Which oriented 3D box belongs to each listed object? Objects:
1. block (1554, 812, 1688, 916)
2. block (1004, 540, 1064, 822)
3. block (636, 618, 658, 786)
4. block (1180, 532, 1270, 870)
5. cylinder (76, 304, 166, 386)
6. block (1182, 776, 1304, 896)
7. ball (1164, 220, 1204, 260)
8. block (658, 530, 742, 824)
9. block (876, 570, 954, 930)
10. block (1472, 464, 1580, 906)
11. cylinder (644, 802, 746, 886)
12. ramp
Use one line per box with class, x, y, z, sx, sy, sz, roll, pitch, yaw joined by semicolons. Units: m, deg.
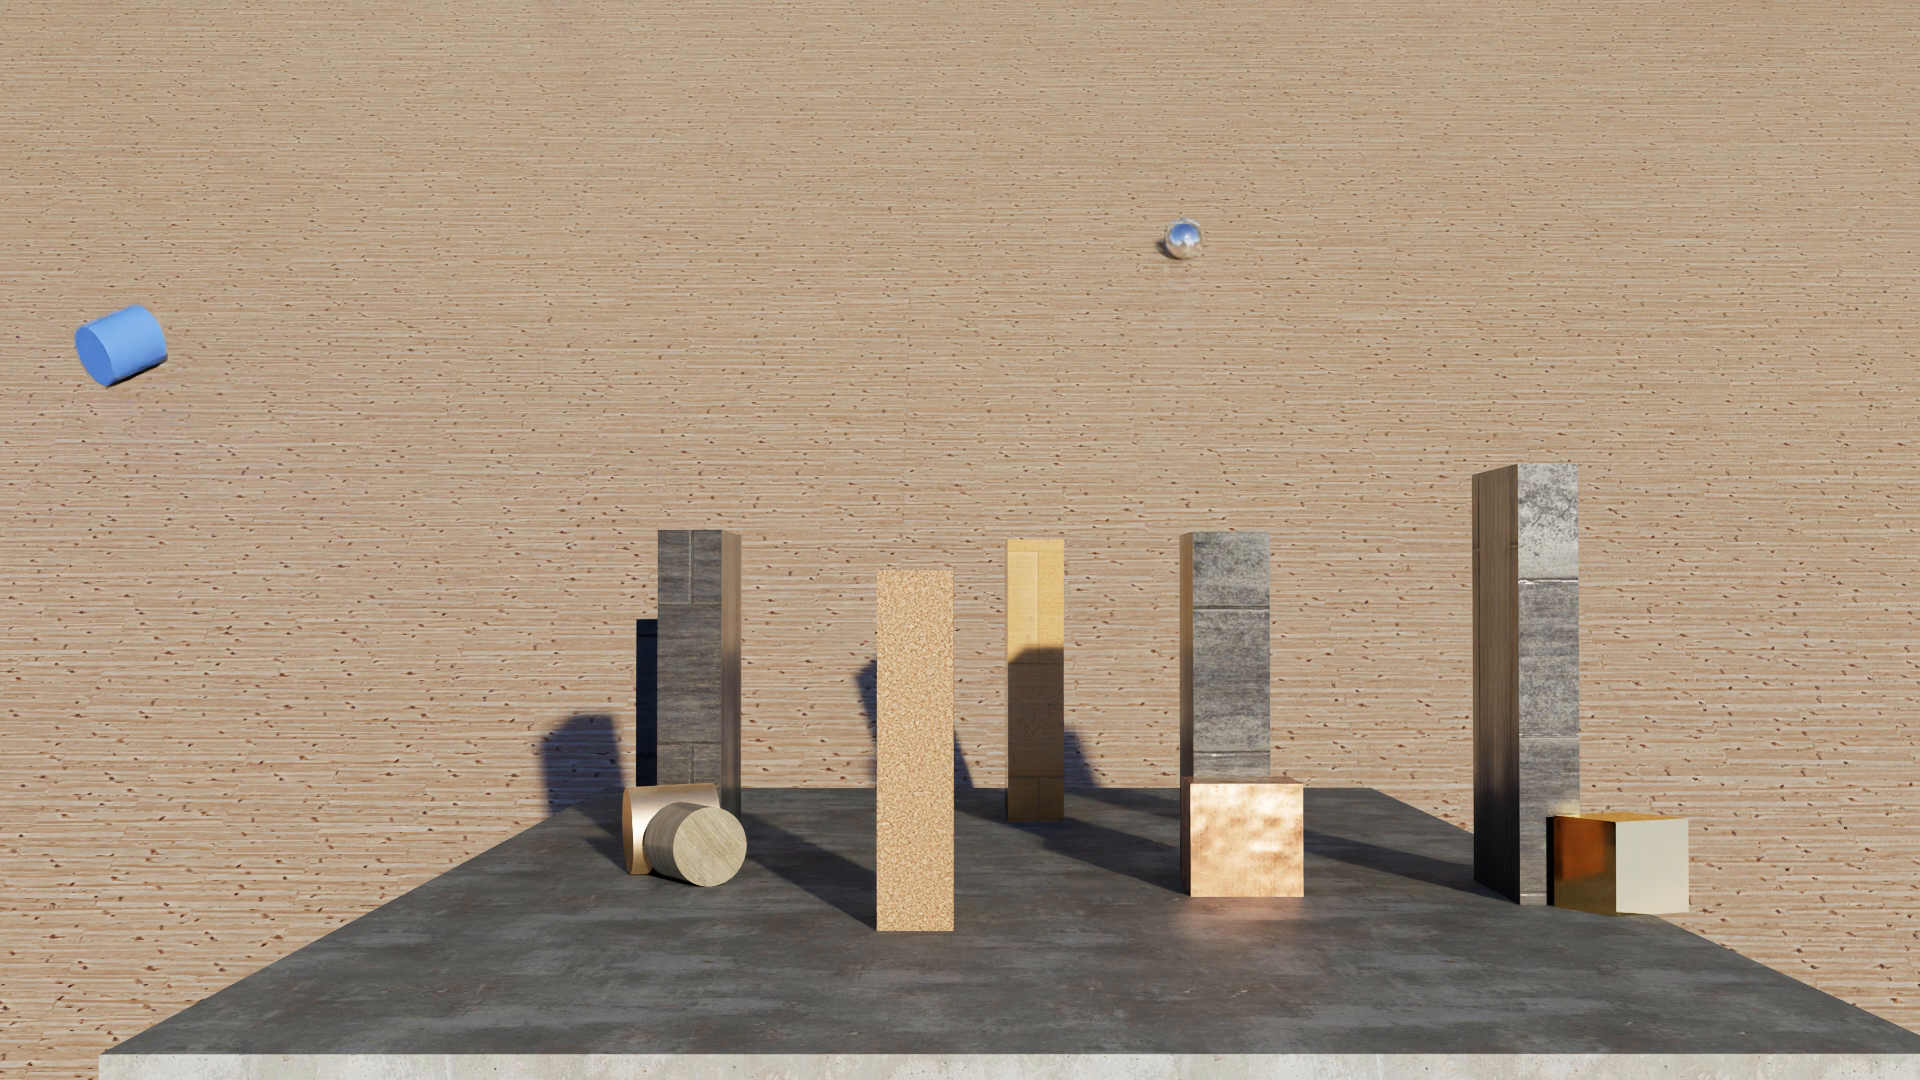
block;1.044;0.510;4.100;0.146;0.146;0.146;1;-2;-27
block;0.168;0.316;5.964;0.124;0.624;0.443;0;-1;0
block;-0.624;0.393;5.547;0.104;0.450;0.277;0;-1;0
block;0.468;0.292;4.605;0.132;0.607;0.275;0;-1;0
cylinder;-2.808;-0.653;8.687;0.208;0.208;0.208;26;42;33
block;0.473;0.497;4.370;0.185;0.185;0.185;0;-1;0
ball;0.811;-1.087;9.399;0.139;0.139;0.139;0;34;0
block;-0.495;0.295;4.959;0.117;0.618;0.433;0;-1;0
block;-0.066;0.314;3.977;0.113;0.533;0.276;0;-1;0
block;0.945;0.235;4.351;0.097;0.708;0.374;0;-1;0
cylinder;-0.458;0.525;4.492;0.135;0.135;0.135;-20;8;-27
ramp;0.075;0.650;4.785;2.000;0.100;4.000;0;-1;0
